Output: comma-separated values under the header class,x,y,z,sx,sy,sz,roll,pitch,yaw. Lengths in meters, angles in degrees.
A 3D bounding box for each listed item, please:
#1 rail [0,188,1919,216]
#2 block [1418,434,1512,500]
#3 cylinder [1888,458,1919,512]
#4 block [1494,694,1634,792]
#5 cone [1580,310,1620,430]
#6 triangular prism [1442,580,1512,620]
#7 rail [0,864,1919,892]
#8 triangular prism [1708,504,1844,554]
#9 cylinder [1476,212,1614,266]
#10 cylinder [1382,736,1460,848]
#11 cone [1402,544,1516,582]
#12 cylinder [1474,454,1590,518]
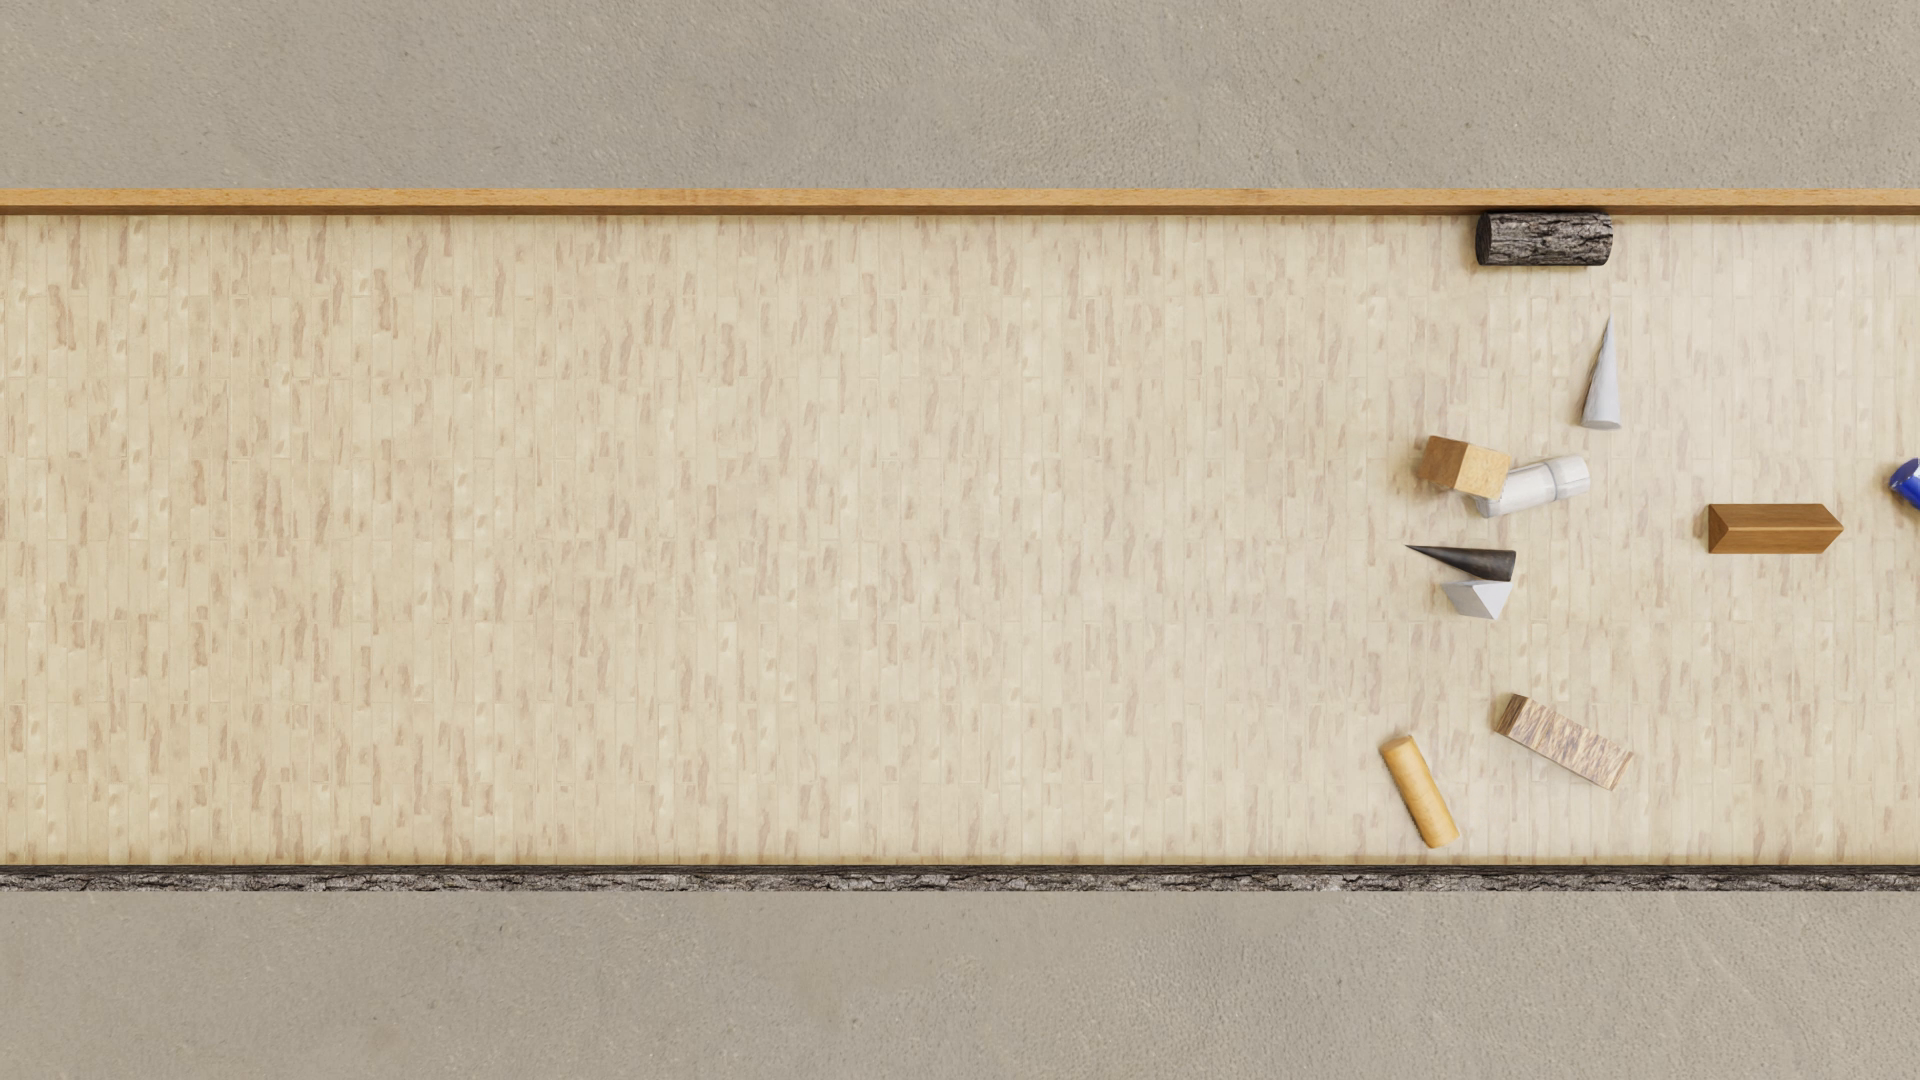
class,x,y,z,sx,sy,sz,roll,pitch,yaw
rail,-2.247,-1.025,5.002,12.000,0.150,0.050,0,90,0
block,1.490,-0.218,4.888,0.132,0.356,0.132,15,97,-3
cylinder,3.019,-0.082,5.019,0.380,0.114,0.114,41,90,0
block,1.834,0.615,5.011,0.361,0.131,0.131,28,90,0
cone,1.977,-0.530,5.048,0.114,0.114,0.367,9,81,0
triangular prism,1.555,0.154,4.920,0.102,0.312,0.118,-34,90,-1
rail,-2.247,1.025,5.001,12.000,0.150,0.050,0,90,0
triangular prism,2.476,-0.034,5.008,0.345,0.130,0.150,0,90,0
cylinder,1.767,-0.912,4.997,0.362,0.160,0.160,0,90,0
cylinder,1.404,0.766,5.026,0.102,0.102,0.329,-26,90,0
cone,1.519,0.052,5.047,0.328,0.120,0.120,13,90,10
cylinder,1.735,-0.164,5.014,0.314,0.125,0.125,-15,90,0
